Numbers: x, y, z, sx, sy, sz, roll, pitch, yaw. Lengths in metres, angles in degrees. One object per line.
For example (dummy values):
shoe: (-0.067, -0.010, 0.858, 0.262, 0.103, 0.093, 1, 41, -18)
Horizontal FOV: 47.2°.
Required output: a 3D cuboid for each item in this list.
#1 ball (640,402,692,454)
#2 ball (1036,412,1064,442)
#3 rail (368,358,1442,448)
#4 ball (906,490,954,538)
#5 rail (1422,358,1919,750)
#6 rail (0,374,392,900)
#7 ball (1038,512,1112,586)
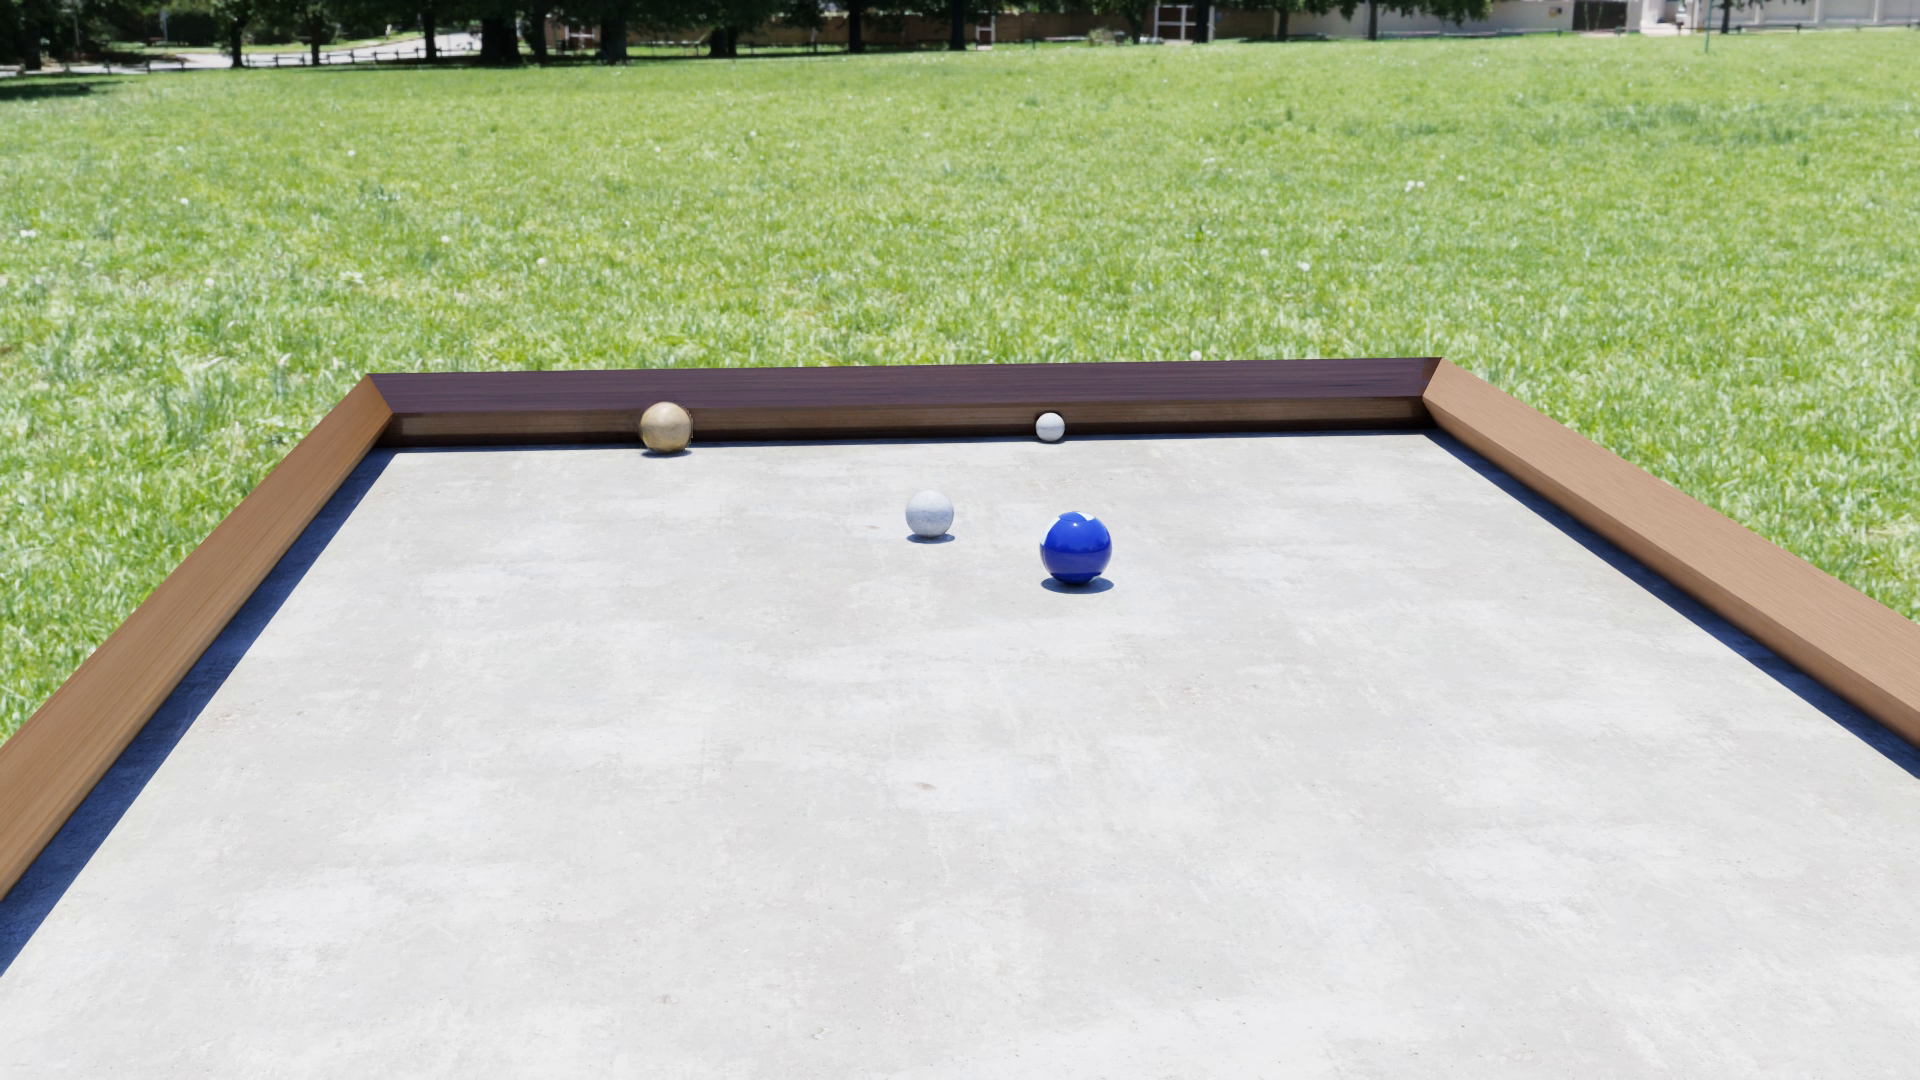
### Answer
ball: (-0.467, -0.178, 3.485, 0.082, 0.082, 0.082, 0, 14, 0)
ball: (0.147, -0.183, 3.574, 0.047, 0.047, 0.047, 0, 14, 0)
rail: (-0.070, -0.221, 3.573, 1.758, 0.119, 0.045, -1, 15, -5)
ball: (-0.041, -0.035, 2.963, 0.066, 0.066, 0.066, 0, 14, 0)
rail: (0.923, 0.160, 2.096, 0.045, 0.119, 3.261, -1, 15, -5)
rail: (-0.780, 0.197, 1.950, 0.045, 0.119, 3.261, -1, 15, -5)
ball: (0.144, 0.010, 2.736, 0.092, 0.092, 0.092, 0, 14, 0)
